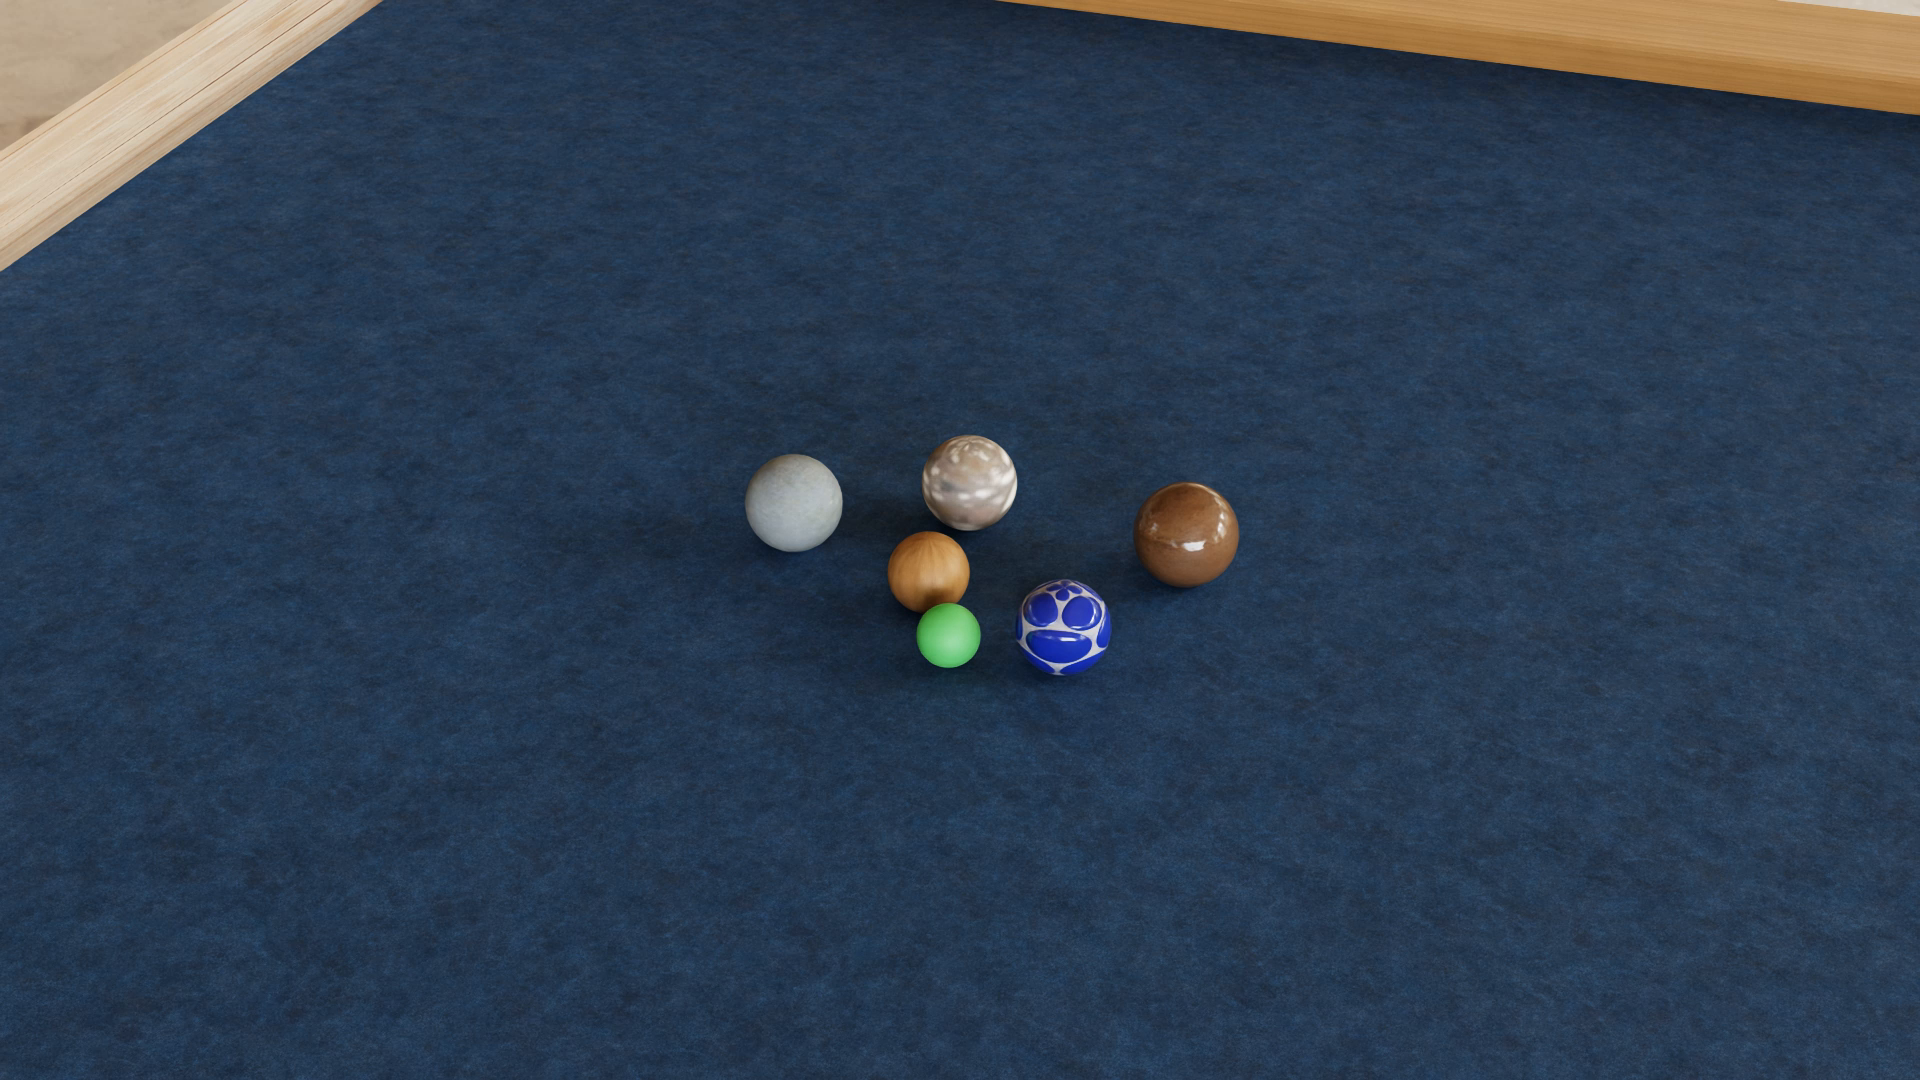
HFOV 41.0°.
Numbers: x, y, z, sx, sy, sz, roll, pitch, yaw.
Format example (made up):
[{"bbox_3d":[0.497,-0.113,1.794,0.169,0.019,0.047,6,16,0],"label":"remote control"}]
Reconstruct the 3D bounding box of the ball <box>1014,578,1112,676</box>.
[{"bbox_3d":[0.078,0.066,1.934,0.073,0.073,0.073,0,33,0],"label":"ball"}]

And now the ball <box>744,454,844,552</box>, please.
[{"bbox_3d":[-0.134,-0.030,2.074,0.079,0.079,0.079,0,33,0],"label":"ball"}]

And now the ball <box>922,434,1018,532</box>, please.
[{"bbox_3d":[0.008,-0.047,2.100,0.079,0.079,0.079,0,33,0],"label":"ball"}]

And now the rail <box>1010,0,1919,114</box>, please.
[{"bbox_3d":[1.376,-0.440,2.671,4.233,0.110,0.045,10,35,15],"label":"rail"}]

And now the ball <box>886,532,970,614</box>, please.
[{"bbox_3d":[-0.025,0.025,2.003,0.065,0.065,0.065,0,33,0],"label":"ball"}]

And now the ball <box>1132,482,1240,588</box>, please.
[{"bbox_3d":[0.179,-0.004,2.031,0.084,0.084,0.084,0,33,0],"label":"ball"}]

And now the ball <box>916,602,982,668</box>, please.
[{"bbox_3d":[-0.009,0.072,1.946,0.049,0.049,0.049,0,33,0],"label":"ball"}]

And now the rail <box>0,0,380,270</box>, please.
[{"bbox_3d":[-0.981,-0.197,2.300,0.045,0.110,2.389,10,35,15],"label":"rail"}]
